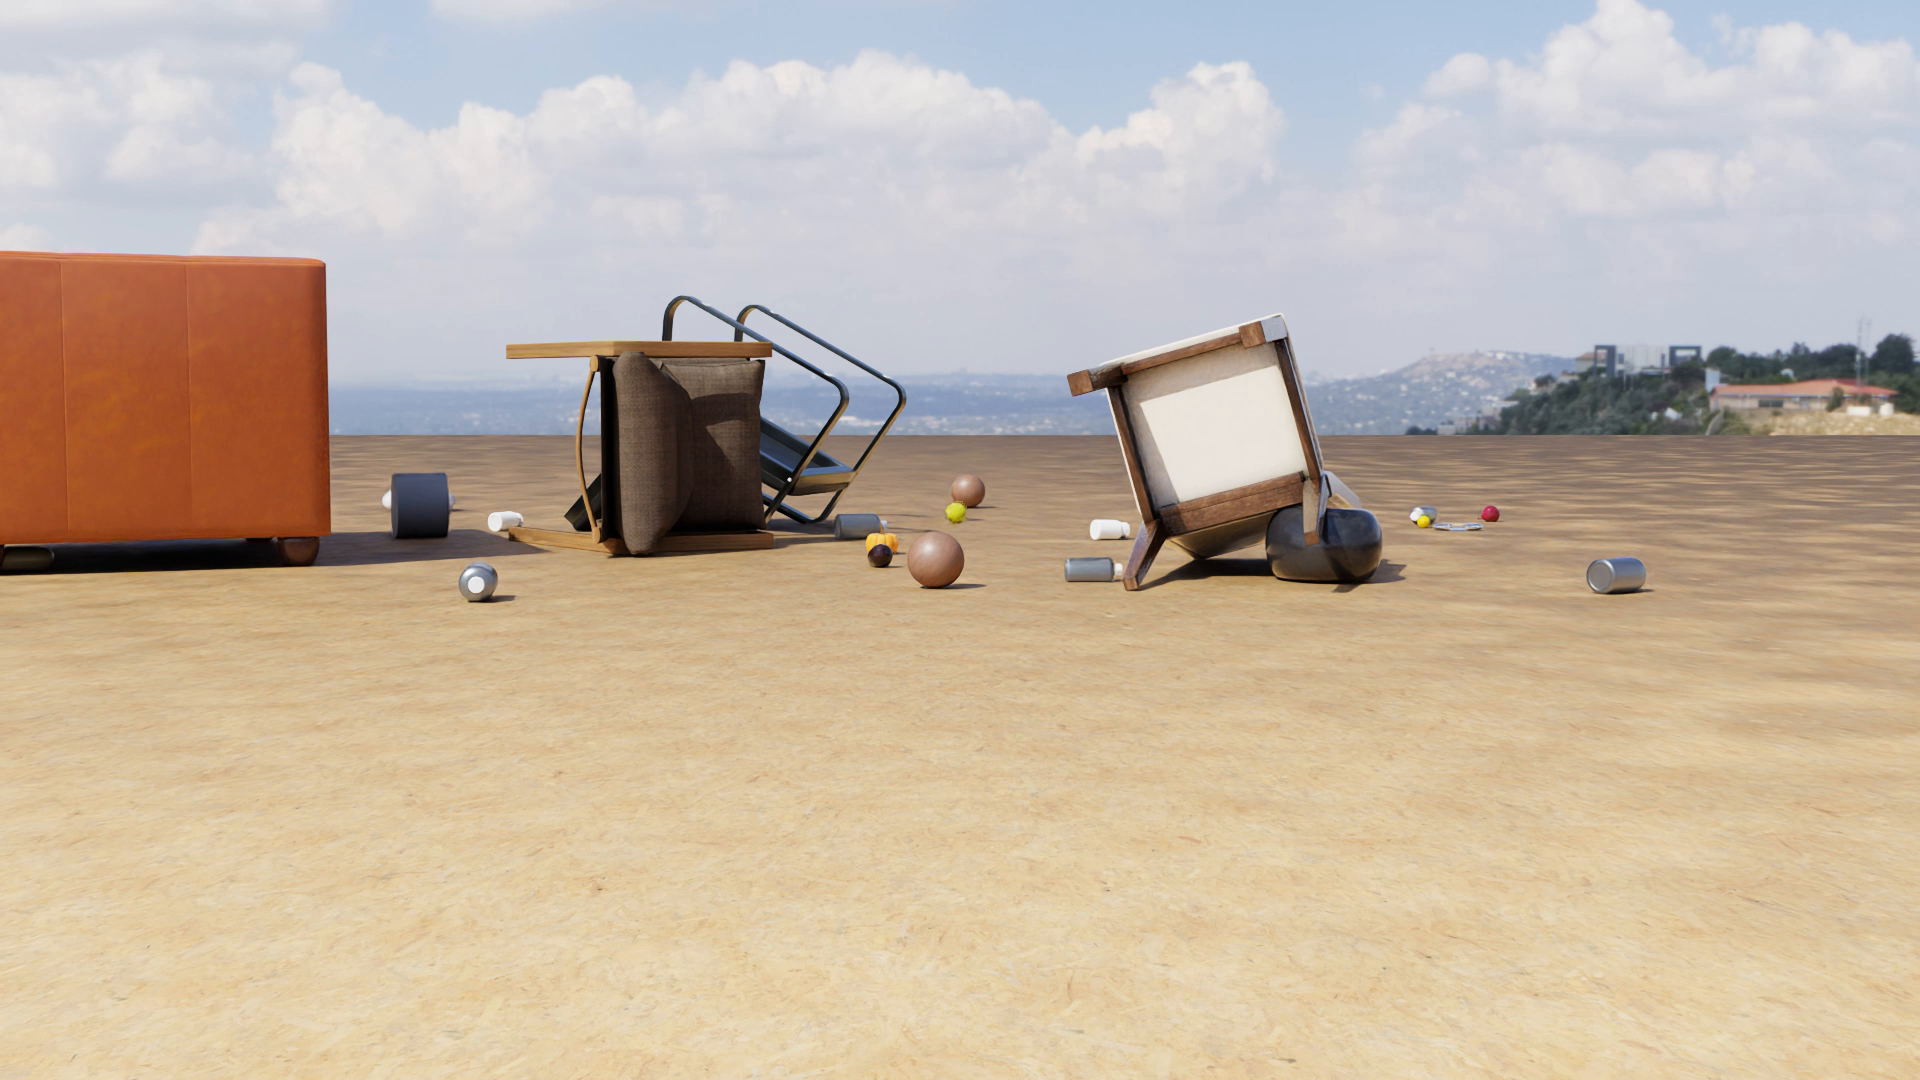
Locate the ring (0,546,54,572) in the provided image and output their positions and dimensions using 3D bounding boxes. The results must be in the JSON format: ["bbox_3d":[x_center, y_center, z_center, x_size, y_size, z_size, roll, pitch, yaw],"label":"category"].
[{"bbox_3d":[-2.347,0.047,5.470,0.176,0.055,0.171,-3,4,-43],"label":"ring"}]

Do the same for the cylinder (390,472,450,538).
[{"bbox_3d":[-1.633,-0.106,6.648,0.149,0.197,0.205,-1,4,-20],"label":"cylinder"}]

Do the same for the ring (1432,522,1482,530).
[{"bbox_3d":[1.581,-0.042,6.984,0.156,0.024,0.088,0,3,8],"label":"ring"}]

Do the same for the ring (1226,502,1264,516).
[{"bbox_3d":[1.015,-0.111,7.845,0.132,0.044,0.184,0,3,-5],"label":"ring"}]

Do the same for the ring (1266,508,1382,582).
[{"bbox_3d":[0.855,0.010,5.170,0.265,0.169,0.311,1,1,-15],"label":"ring"}]

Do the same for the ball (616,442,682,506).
[{"bbox_3d":[-1.184,-0.252,8.395,0.249,0.249,0.249,0,4,0],"label":"ball"}]

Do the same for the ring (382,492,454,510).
[{"bbox_3d":[-1.995,-0.144,8.100,0.258,0.077,0.265,3,6,30],"label":"ring"}]
